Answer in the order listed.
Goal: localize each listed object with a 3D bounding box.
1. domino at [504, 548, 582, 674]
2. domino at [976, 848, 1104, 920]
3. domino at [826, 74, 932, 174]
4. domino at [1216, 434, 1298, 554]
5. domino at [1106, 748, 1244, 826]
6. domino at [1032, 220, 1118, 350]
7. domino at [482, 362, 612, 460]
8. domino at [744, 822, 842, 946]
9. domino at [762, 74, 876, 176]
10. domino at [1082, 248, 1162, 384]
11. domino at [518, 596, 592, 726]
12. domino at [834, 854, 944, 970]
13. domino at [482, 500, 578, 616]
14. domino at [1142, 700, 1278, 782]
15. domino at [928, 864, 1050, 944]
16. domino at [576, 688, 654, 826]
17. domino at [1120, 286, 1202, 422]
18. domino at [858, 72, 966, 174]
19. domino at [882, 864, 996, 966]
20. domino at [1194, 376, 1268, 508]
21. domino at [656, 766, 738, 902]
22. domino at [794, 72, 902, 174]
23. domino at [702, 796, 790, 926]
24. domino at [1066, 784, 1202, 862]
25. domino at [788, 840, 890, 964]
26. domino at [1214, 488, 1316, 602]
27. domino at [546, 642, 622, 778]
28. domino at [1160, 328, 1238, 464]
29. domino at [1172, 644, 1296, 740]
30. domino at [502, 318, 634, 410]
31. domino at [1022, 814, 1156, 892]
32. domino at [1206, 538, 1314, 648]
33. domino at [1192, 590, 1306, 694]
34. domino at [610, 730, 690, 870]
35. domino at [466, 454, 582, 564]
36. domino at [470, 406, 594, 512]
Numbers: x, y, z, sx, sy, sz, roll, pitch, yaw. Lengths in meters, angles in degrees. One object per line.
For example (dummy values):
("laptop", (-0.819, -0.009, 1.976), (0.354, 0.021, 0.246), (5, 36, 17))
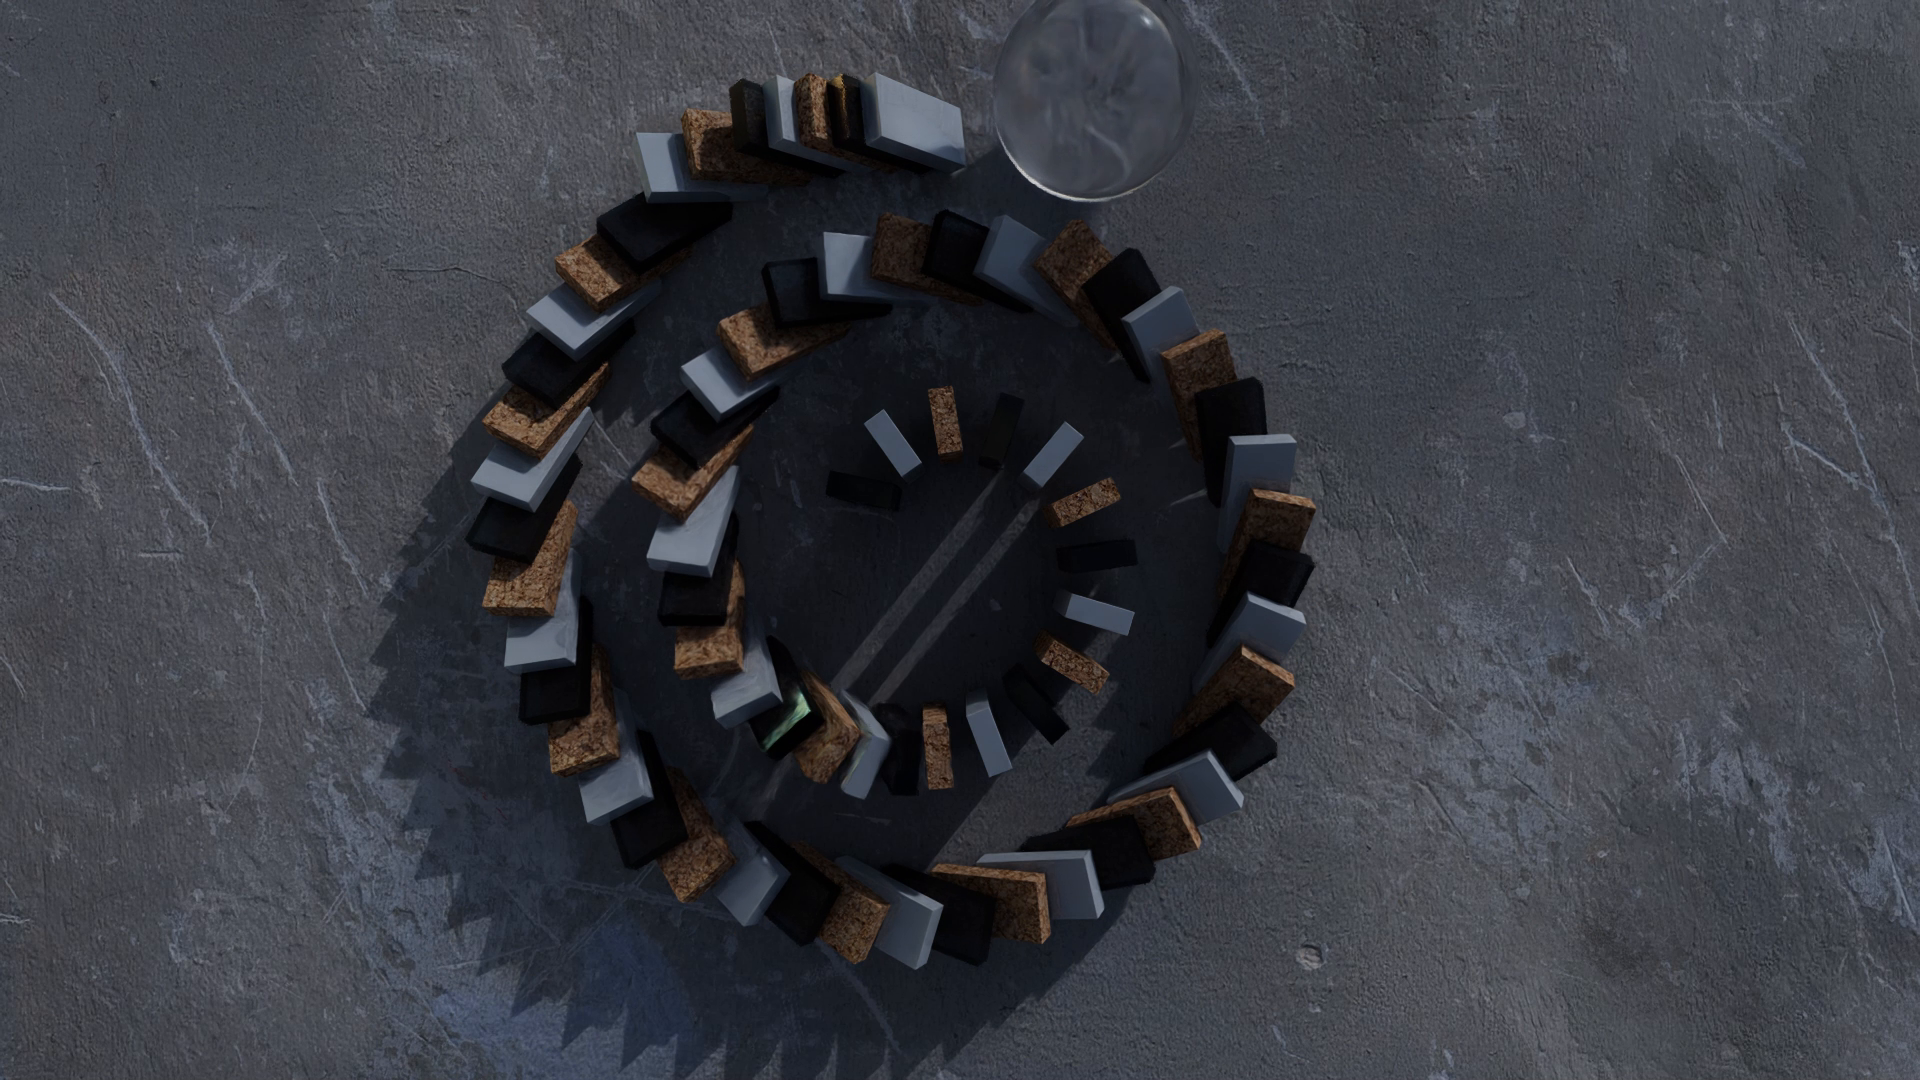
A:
("domino", (-0.174, 0.029, 0.384), (0.025, 0.010, 0.050), (-8, 63, 0))
("domino", (0.033, 0.145, 0.384), (0.050, 0.009, 0.025), (-13, 90, 27))
("domino", (-0.031, -0.171, 0.378), (0.010, 0.050, 0.025), (-6, 90, 42))
("domino", (0.124, -0.019, 0.384), (0.025, 0.009, 0.050), (-2, 118, 0))
("domino", (0.090, 0.109, 0.384), (0.050, 0.010, 0.025), (-33, 90, 28))
("domino", (0.056, -0.106, 0.384), (0.050, 0.010, 0.025), (41, 90, -28))
("domino", (-0.172, -0.060, 0.384), (0.025, 0.010, 0.050), (28, 63, 0))
("domino", (-0.076, 0.143, 0.384), (0.050, 0.009, 0.025), (28, 90, 27))
("domino", (-0.057, -0.170, 0.378), (0.009, 0.050, 0.025), (-6, 90, 42))
("domino", (0.075, -0.093, 0.384), (0.025, 0.009, 0.050), (-39, 118, 0))
("domino", (-0.169, 0.050, 0.384), (0.025, 0.009, 0.050), (-10, 63, 0))
("domino", (-0.034, 0.155, 0.384), (0.050, 0.009, 0.025), (17, 90, 27))
("domino", (-0.180, 0.007, 0.384), (0.025, 0.010, 0.050), (1, 63, 0))
("domino", (0.104, 0.092, 0.384), (0.025, 0.009, 0.050), (47, 118, 0))
("domino", (0.012, 0.152, 0.384), (0.050, 0.009, 0.025), (-5, 90, 28))
("domino", (-0.148, 0.090, 0.384), (0.025, 0.010, 0.050), (-26, 63, 0))
("domino", (0.090, -0.077, 0.384), (0.025, 0.009, 0.050), (-33, 118, 0))
("domino", (-0.019, -0.171, 0.378), (0.009, 0.050, 0.025), (-6, 90, 42))
("domino", (-0.011, 0.156, 0.384), (0.050, 0.009, 0.025), (9, 90, 28))
("domino", (0.115, -0.040, 0.384), (0.025, 0.009, 0.050), (-16, 118, 0))
("domino", (-0.117, 0.123, 0.384), (0.025, 0.010, 0.050), (-43, 62, 0))
("domino", (-0.044, -0.171, 0.378), (0.009, 0.050, 0.025), (-6, 90, 42))
("domino", (-0.097, 0.134, 0.384), (0.050, 0.010, 0.025), (35, 90, 27))
("domino", (0.072, 0.123, 0.384), (0.050, 0.010, 0.025), (-27, 90, 27))
("domino", (-0.056, 0.151, 0.384), (0.050, 0.009, 0.025), (25, 90, 27))
("domino", (0.127, 0.004, 0.384), (0.025, 0.010, 0.050), (11, 117, 0))
("domino", (-0.159, 0.071, 0.384), (0.025, 0.009, 0.050), (-19, 63, 0))
("domino", (0.104, -0.060, 0.384), (0.025, 0.010, 0.050), (-25, 117, 0))
("domino", (0.114, 0.070, 0.384), (0.025, 0.009, 0.050), (32, 118, 0))
("domino", (-0.163, -0.080, 0.384), (0.025, 0.009, 0.050), (33, 63, 0))
("domino", (0.053, 0.134, 0.384), (0.050, 0.010, 0.025), (-23, 90, 27))
("domino", (0.125, 0.026, 0.384), (0.025, 0.010, 0.050), (16, 117, 0))
("domino", (0.120, 0.048, 0.384), (0.025, 0.010, 0.050), (22, 117, 0))
("domino", (-0.135, 0.108, 0.384), (0.025, 0.009, 0.050), (-32, 62, 0))
("domino", (-0.182, -0.016, 0.384), (0.025, 0.010, 0.050), (14, 63, 0))
("domino", (-0.178, -0.038, 0.384), (0.025, 0.009, 0.050), (20, 63, 0))
